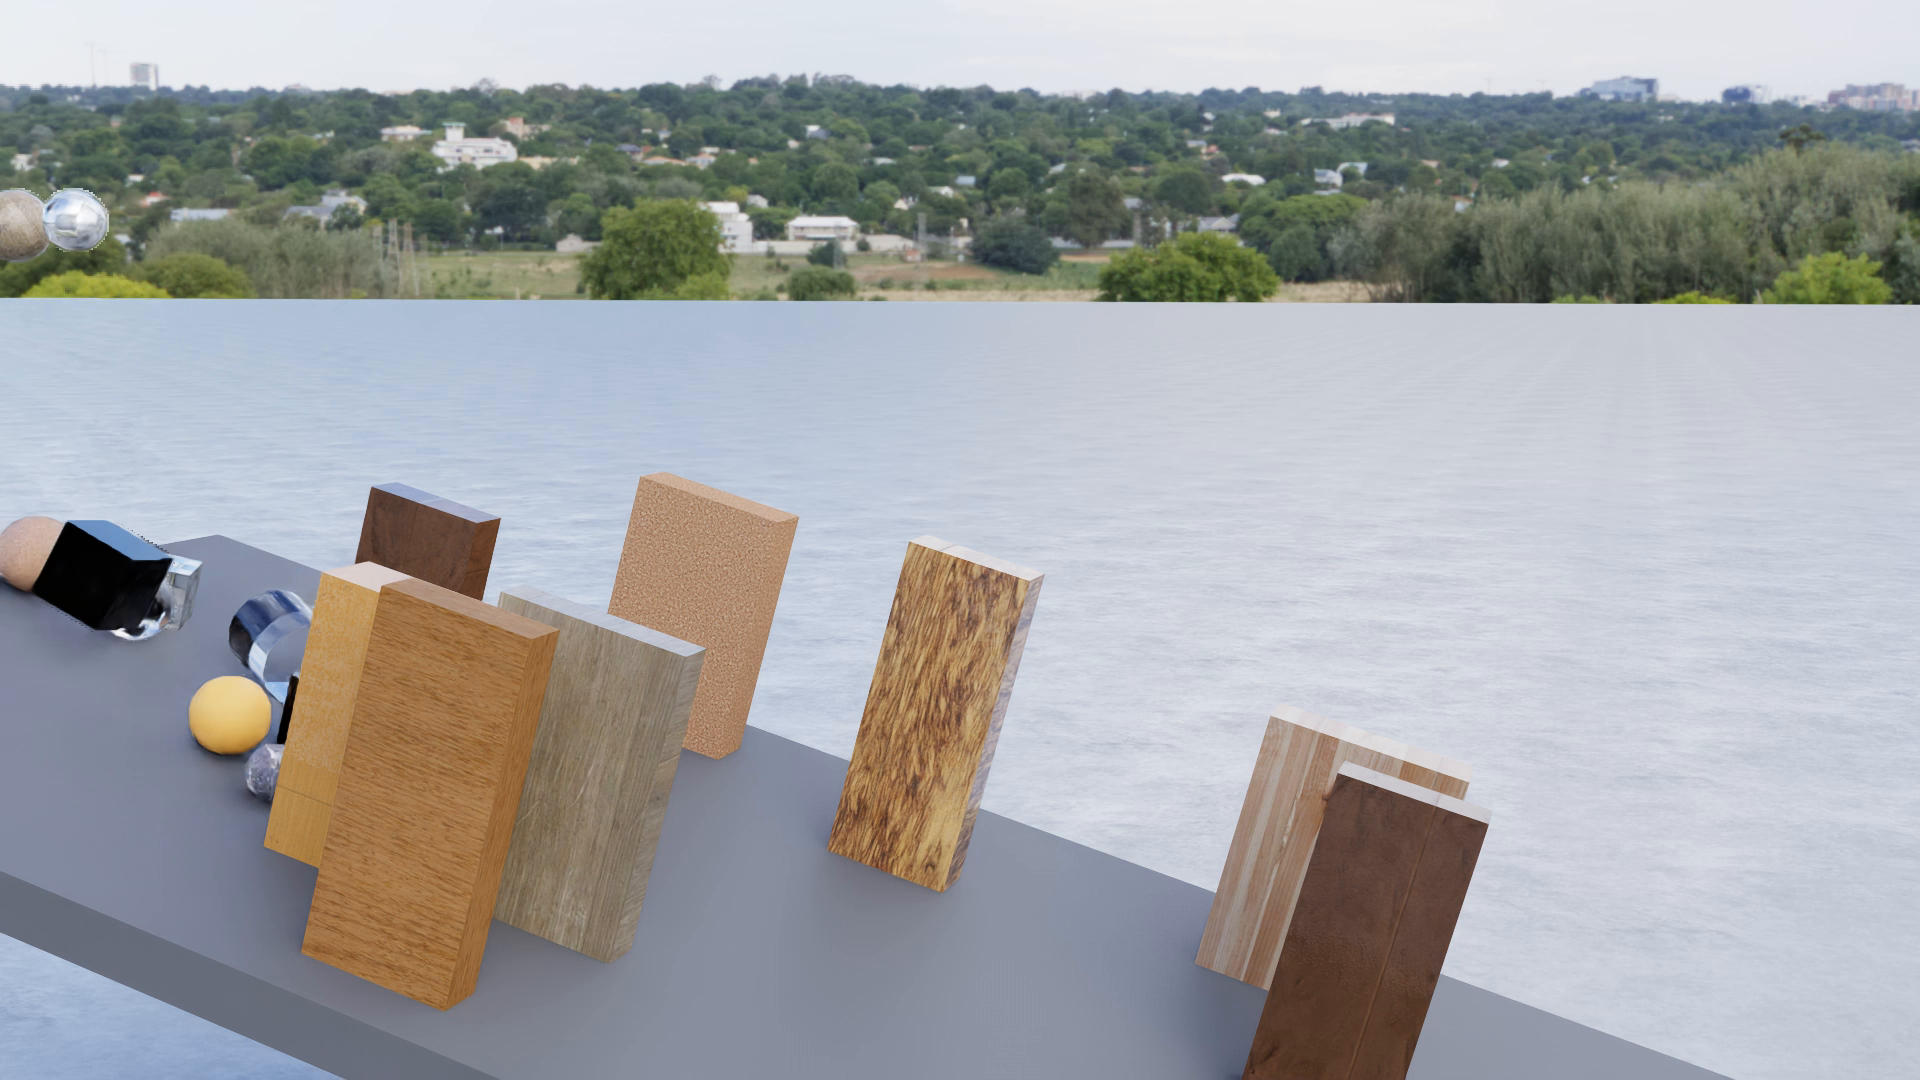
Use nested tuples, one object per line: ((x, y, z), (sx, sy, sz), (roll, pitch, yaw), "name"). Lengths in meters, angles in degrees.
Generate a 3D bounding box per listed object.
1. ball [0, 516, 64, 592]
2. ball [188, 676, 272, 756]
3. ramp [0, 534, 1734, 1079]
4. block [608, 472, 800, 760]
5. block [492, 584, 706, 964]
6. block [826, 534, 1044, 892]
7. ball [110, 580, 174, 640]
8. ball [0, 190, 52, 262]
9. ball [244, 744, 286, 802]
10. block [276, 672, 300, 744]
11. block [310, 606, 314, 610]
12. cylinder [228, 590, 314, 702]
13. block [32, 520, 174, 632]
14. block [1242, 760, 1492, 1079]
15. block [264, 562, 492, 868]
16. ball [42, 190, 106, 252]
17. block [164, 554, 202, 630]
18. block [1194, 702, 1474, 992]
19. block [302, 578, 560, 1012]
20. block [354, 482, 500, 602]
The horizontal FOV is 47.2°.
((-2.036, 0.031, 4.851), (0.172, 0.172, 0.172), (0, 7, 0), "ball")
((-1.406, 0.338, 4.236), (0.154, 0.154, 0.154), (0, 7, 0), "ball")
((-0.381, 0.749, 4.242), (4.000, 0.100, 2.000), (18, 12, 14), "ramp")
((-0.617, 0.170, 5.035), (0.346, 0.568, 0.129), (18, 12, 14), "block")
((-0.682, 0.404, 3.814), (0.357, 0.564, 0.086), (18, 12, 14), "block")
((-0.052, 0.359, 4.566), (0.264, 0.683, 0.119), (18, 12, 14), "block")
((-1.769, 0.139, 4.724), (0.154, 0.154, 0.154), (0, 7, 0), "ball")
((-1.984, -0.659, 4.617), (0.150, 0.150, 0.150), (0, 7, 0), "ball")
((-1.270, 0.431, 4.077), (0.108, 0.108, 0.108), (0, 7, 0), "ball")
((-1.216, 0.361, 4.339), (0.168, 0.168, 0.168), (20, 12, 23), "block")
((-1.474, 0.213, 4.835), (0.122, 0.122, 0.122), (13, 11, -13), "block")
((-1.420, 0.226, 4.647), (0.184, 0.184, 0.184), (-6, 27, -40), "cylinder")
((-1.778, 0.073, 4.564), (0.166, 0.166, 0.166), (29, 4, 7), "block")
((0.714, 0.735, 3.895), (0.269, 0.625, 0.099), (18, 12, 14), "block")
((-0.963, 0.347, 3.850), (0.386, 0.513, 0.147), (18, 12, 14), "block")
((-1.741, -0.628, 4.324), (0.119, 0.119, 0.119), (0, 7, 0), "ball")
((-1.783, 0.110, 4.907), (0.130, 0.130, 0.130), (13, 11, -9), "block")
((0.763, 0.667, 4.494), (0.410, 0.549, 0.142), (18, 12, 14), "block")
((-0.838, 0.400, 3.470), (0.266, 0.624, 0.093), (18, 12, 14), "block")
((-1.142, 0.158, 4.575), (0.251, 0.498, 0.099), (18, 12, 14), "block")
